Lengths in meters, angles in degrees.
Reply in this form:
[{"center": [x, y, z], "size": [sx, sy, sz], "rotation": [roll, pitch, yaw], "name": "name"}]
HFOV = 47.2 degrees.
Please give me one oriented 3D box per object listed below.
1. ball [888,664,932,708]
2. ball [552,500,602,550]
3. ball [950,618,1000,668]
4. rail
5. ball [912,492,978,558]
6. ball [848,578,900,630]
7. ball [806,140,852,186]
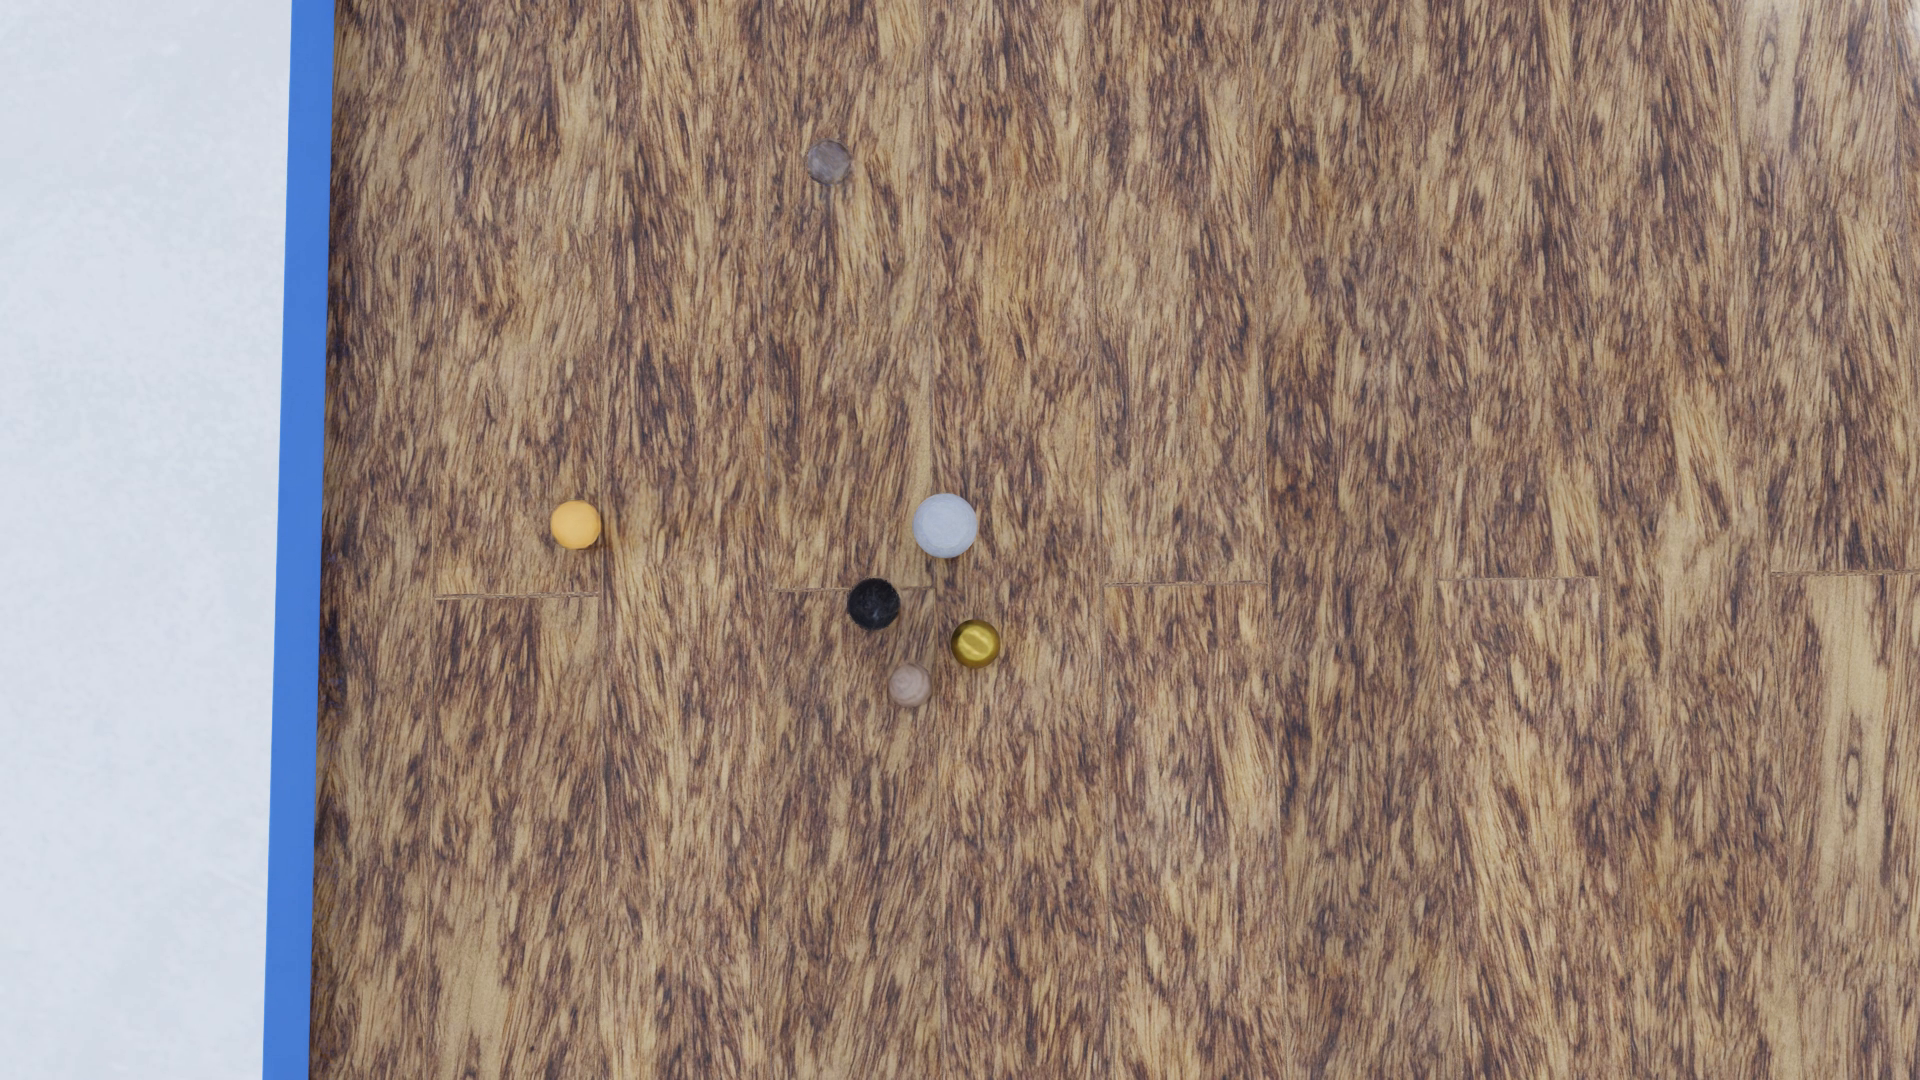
[{"center": [-0.073, 0.214, 3.239], "size": [0.065, 0.065, 0.065], "rotation": [0, 82, 0], "name": "ball"}, {"center": [-0.570, -0.023, 3.268], "size": [0.073, 0.073, 0.073], "rotation": [0, 82, 0], "name": "ball"}, {"center": [0.023, 0.153, 3.243], "size": [0.074, 0.074, 0.074], "rotation": [0, 82, 0], "name": "ball"}, {"center": [-0.963, 0.013, 3.236], "size": [0.045, 0.126, 2.135], "rotation": [-1, 82, 0], "name": "rail"}, {"center": [-0.022, -0.021, 3.256], "size": [0.097, 0.097, 0.097], "rotation": [0, 82, 0], "name": "ball"}, {"center": [-0.127, 0.095, 3.250], "size": [0.077, 0.077, 0.077], "rotation": [0, 82, 0], "name": "ball"}, {"center": [-0.200, -0.574, 3.350], "size": [0.069, 0.069, 0.069], "rotation": [0, 82, 0], "name": "ball"}]
